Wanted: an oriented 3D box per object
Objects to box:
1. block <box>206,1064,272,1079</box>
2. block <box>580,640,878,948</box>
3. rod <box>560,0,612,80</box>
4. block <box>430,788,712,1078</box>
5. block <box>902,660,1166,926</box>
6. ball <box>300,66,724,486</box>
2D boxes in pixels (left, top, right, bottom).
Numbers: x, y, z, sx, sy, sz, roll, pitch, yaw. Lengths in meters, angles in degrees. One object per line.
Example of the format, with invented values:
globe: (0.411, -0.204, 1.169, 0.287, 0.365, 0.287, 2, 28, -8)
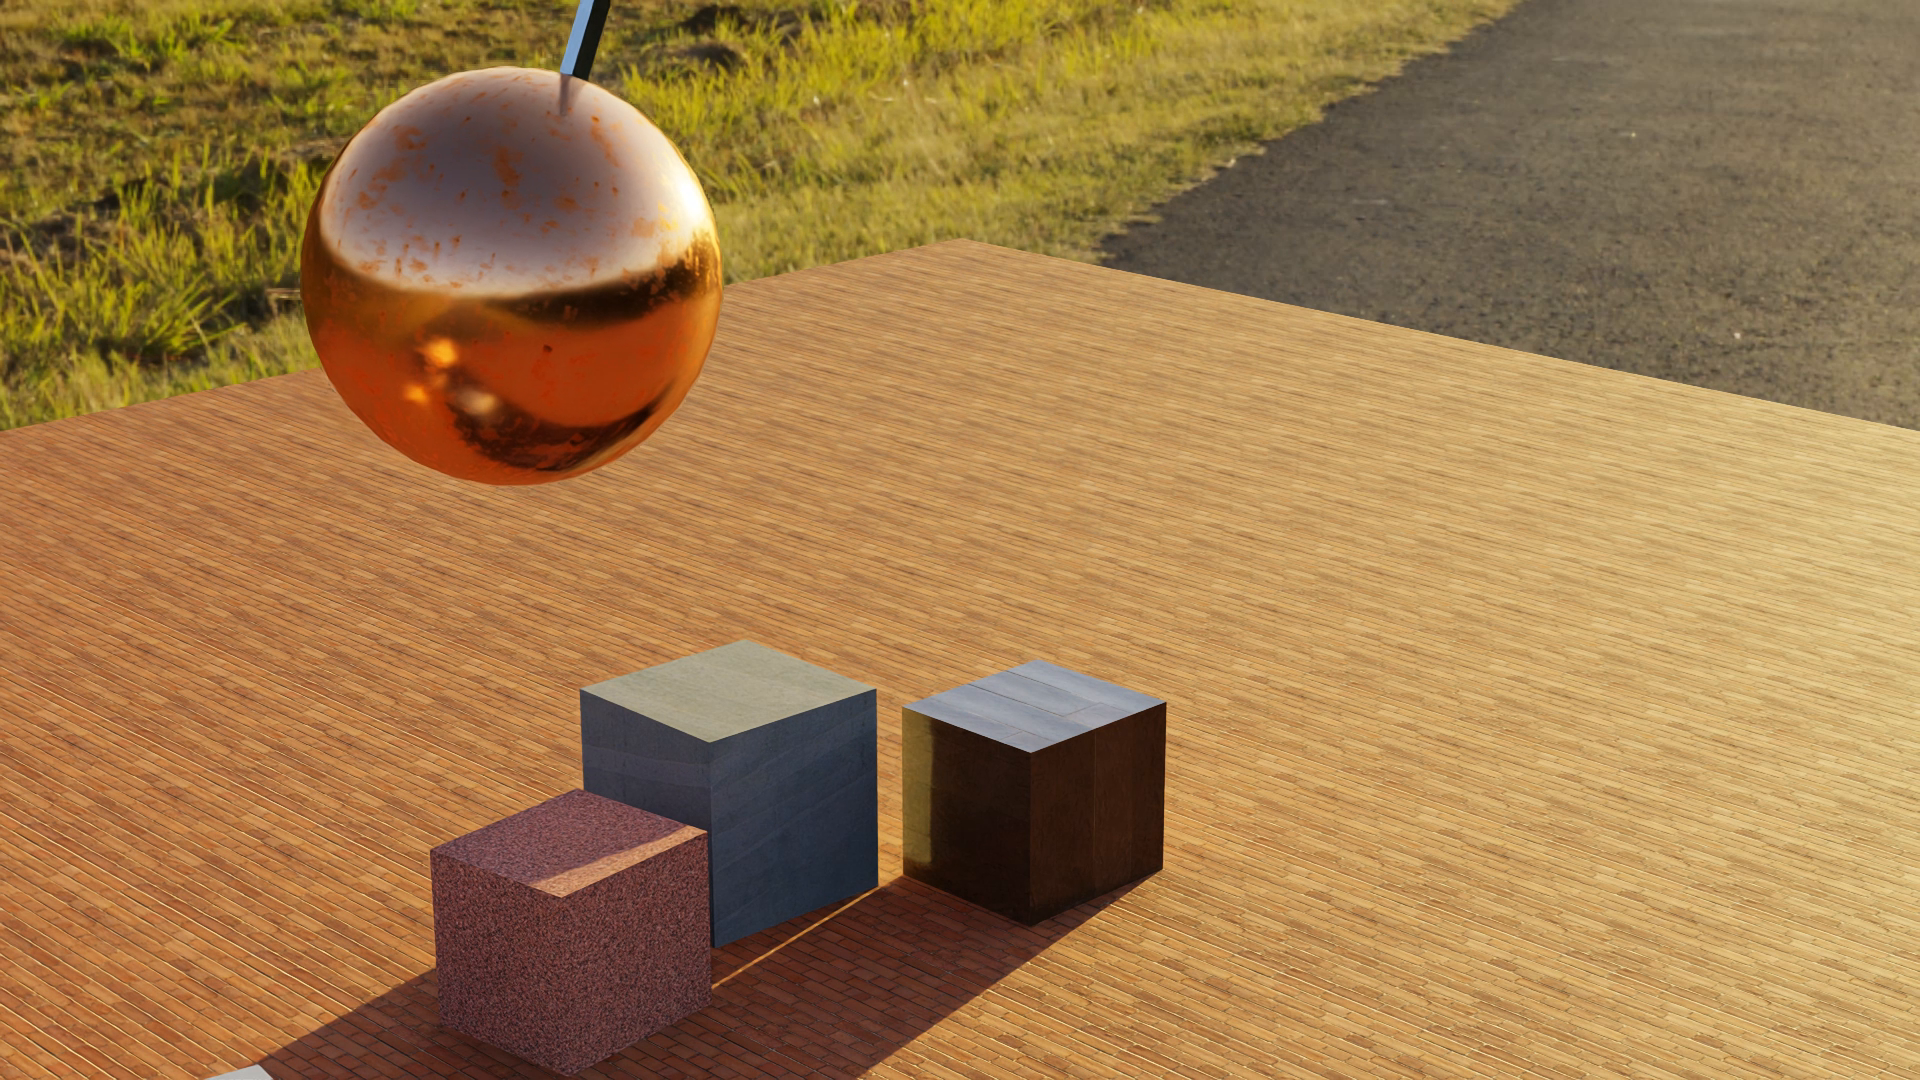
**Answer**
block: (-2.561, 2.303, 9.951, 0.715, 0.639, 0.726, -12, 21, -33)
block: (-1.032, 1.117, 13.194, 0.958, 0.957, 0.912, -16, 24, -41)
rod: (-0.741, -4.266, 11.225, 0.080, 5.200, 0.080, 17, 0, 42)
block: (-1.583, 1.587, 12.002, 0.752, 0.774, 0.827, 13, 22, 36)
block: (0.337, 1.133, 13.367, 0.891, 0.823, 0.804, -17, 24, -42)
ball: (-1.709, -1.007, 11.234, 1.600, 1.600, 1.600, 0, 17, 0)
